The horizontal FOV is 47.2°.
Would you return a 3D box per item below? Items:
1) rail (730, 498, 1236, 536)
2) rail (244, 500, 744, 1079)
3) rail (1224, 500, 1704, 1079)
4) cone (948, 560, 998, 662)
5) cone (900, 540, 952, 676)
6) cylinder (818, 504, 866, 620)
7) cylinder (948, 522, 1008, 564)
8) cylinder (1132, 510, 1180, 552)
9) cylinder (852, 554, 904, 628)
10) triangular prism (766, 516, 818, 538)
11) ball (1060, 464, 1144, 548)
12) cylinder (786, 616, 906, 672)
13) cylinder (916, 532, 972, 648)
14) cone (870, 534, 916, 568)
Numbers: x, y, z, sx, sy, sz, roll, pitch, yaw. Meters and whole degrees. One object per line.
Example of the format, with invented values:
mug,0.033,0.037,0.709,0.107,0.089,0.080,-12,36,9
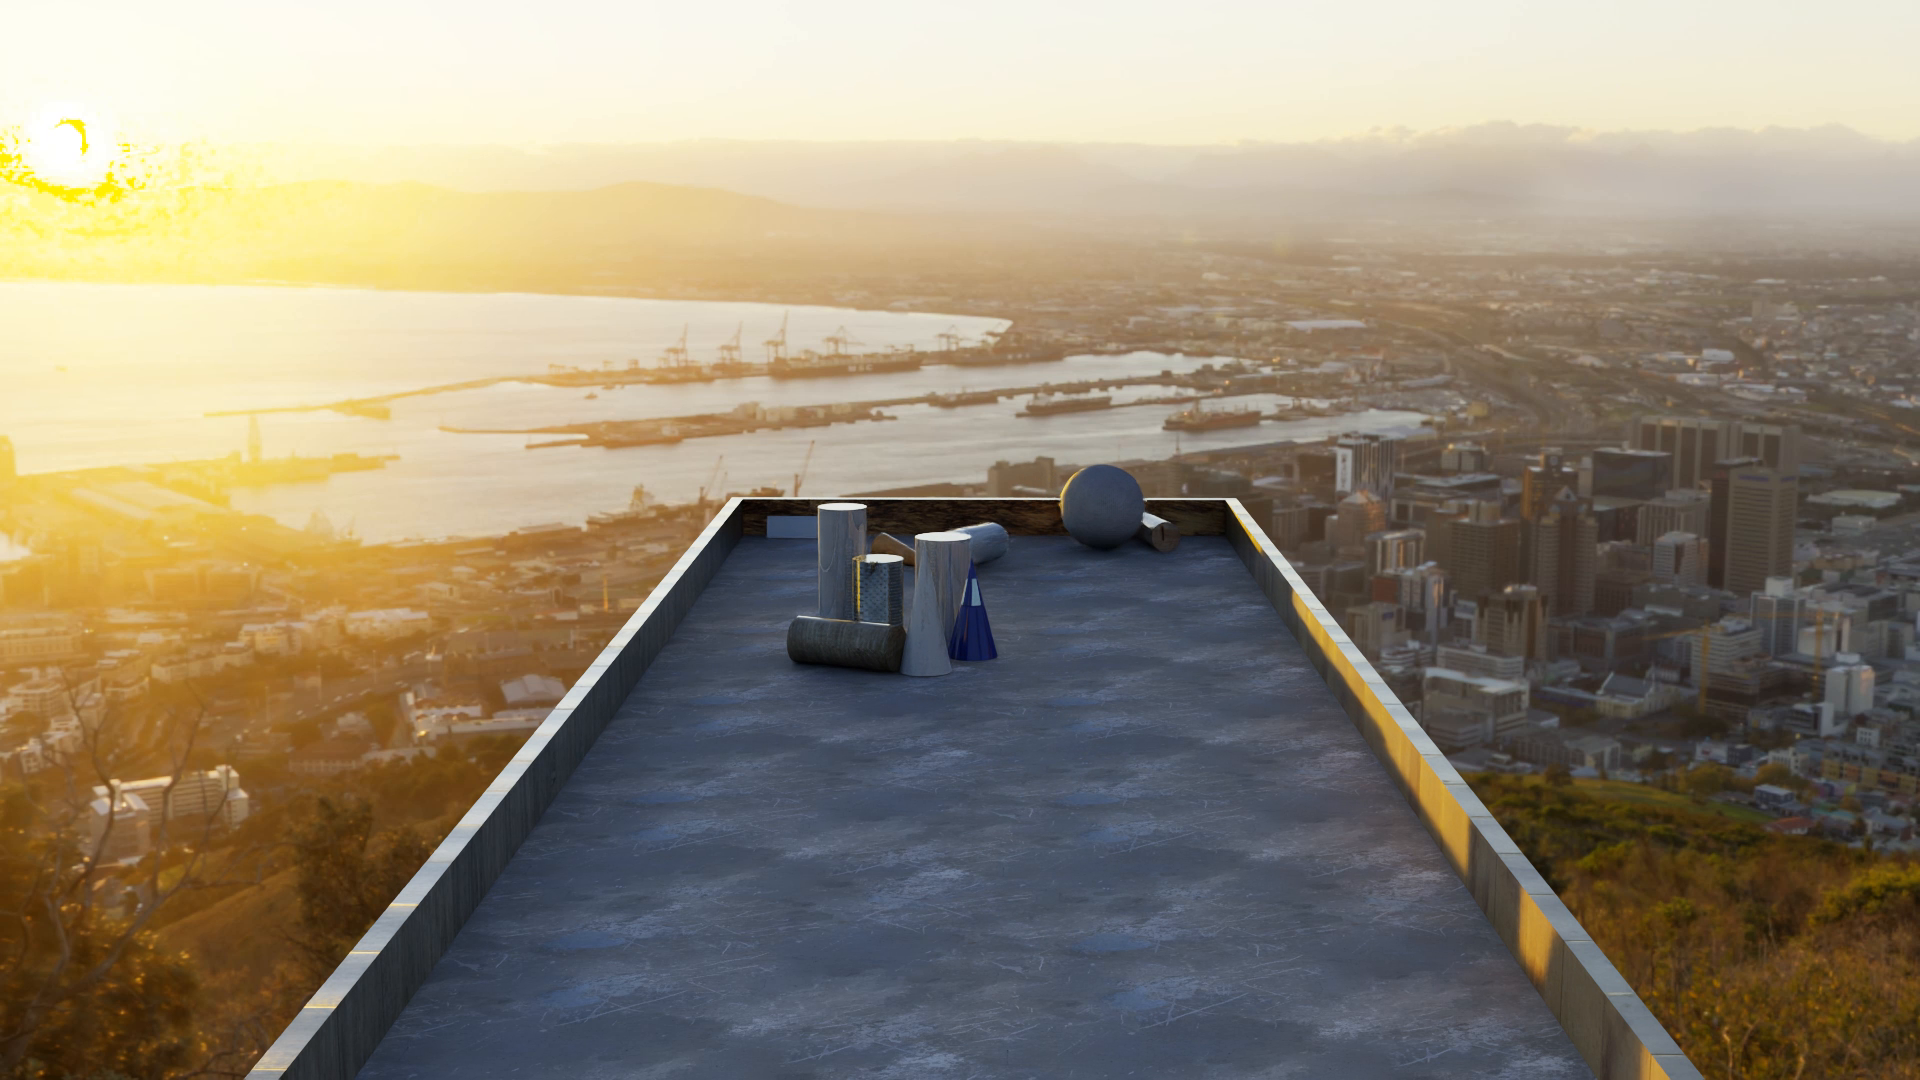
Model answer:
rail,0.099,-0.098,9.147,2.100,0.150,0.050,0,9,1
rail,-1.004,0.839,3.234,0.050,0.150,12.000,0,9,1
rail,1.046,0.843,3.208,0.050,0.150,12.000,0,9,1
cone,0.037,0.204,6.739,0.158,0.308,0.158,0,9,0
cone,-0.103,0.194,6.510,0.156,0.395,0.156,0,8,0
cylinder,-0.368,0.112,6.908,0.153,0.437,0.153,0,9,0
cylinder,0.033,0.023,8.359,0.144,0.144,0.372,5,8,30
cylinder,0.778,-0.043,8.906,0.118,0.118,0.410,-2,9,-11
cylinder,-0.249,0.209,6.704,0.155,0.309,0.155,0,9,0
triangular prism,-0.621,-0.058,9.086,0.346,0.085,0.098,0,9,1
ball,0.566,-0.134,8.779,0.337,0.337,0.337,0,9,0
cylinder,-0.339,0.311,6.598,0.337,0.140,0.140,4,10,25
cylinder,-0.053,0.156,6.948,0.176,0.337,0.176,0,9,0
cone,-0.164,0.077,8.350,0.110,0.110,0.411,-8,20,-42
